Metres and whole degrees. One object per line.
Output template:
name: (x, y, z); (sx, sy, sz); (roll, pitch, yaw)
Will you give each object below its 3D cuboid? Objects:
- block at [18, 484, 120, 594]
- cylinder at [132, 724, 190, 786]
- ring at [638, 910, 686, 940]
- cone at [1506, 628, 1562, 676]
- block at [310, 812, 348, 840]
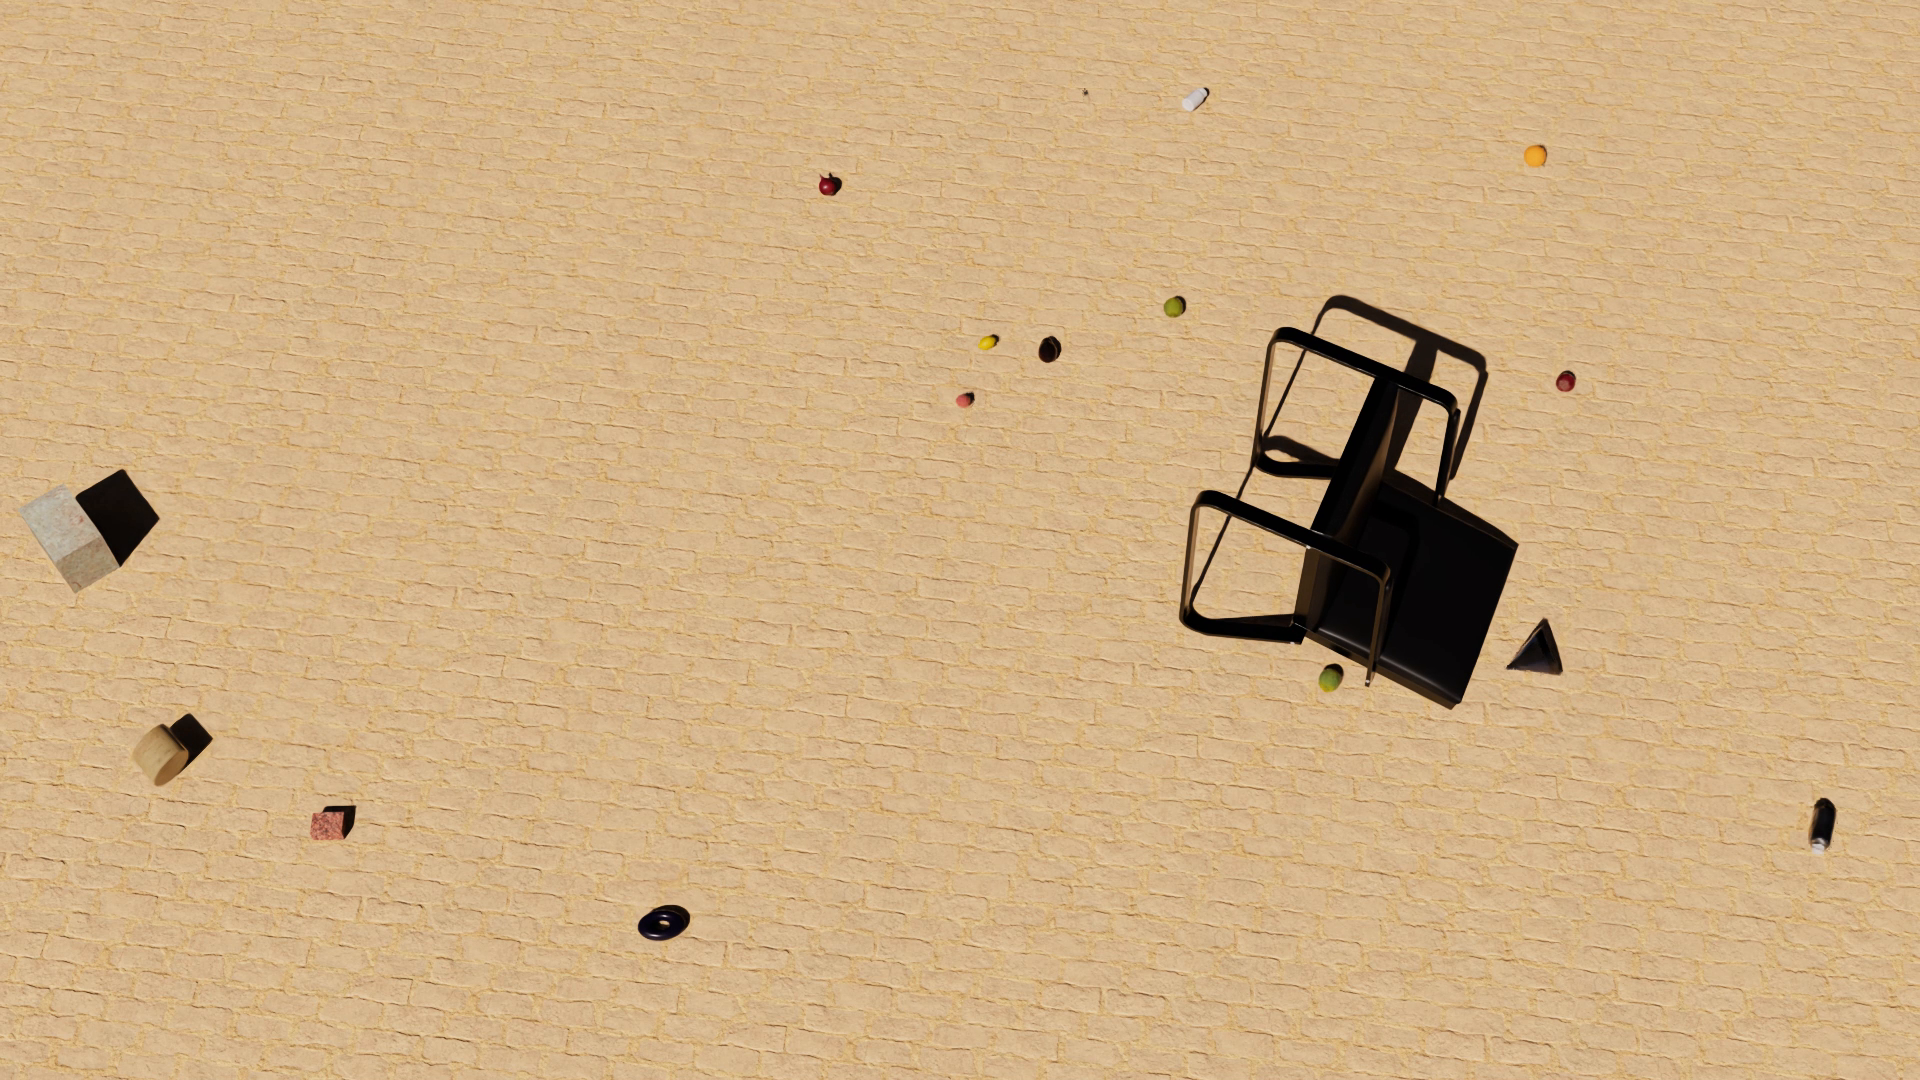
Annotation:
block: (-2.622, -0.005, 6.474); (0.148, 0.171, 0.240); (-34, 63, -21)
cylinder: (-2.223, 0.599, 6.117); (0.114, 0.077, 0.131); (41, 92, 24)
ring: (-0.796, 1.028, 5.864); (0.128, 0.034, 0.087); (-5, 55, -2)
cone: (1.629, 0.344, 6.309); (0.137, 0.122, 0.161); (-23, 54, 14)
block: (-1.729, 0.784, 6.024); (0.085, 0.040, 0.064); (-2, 56, -1)
